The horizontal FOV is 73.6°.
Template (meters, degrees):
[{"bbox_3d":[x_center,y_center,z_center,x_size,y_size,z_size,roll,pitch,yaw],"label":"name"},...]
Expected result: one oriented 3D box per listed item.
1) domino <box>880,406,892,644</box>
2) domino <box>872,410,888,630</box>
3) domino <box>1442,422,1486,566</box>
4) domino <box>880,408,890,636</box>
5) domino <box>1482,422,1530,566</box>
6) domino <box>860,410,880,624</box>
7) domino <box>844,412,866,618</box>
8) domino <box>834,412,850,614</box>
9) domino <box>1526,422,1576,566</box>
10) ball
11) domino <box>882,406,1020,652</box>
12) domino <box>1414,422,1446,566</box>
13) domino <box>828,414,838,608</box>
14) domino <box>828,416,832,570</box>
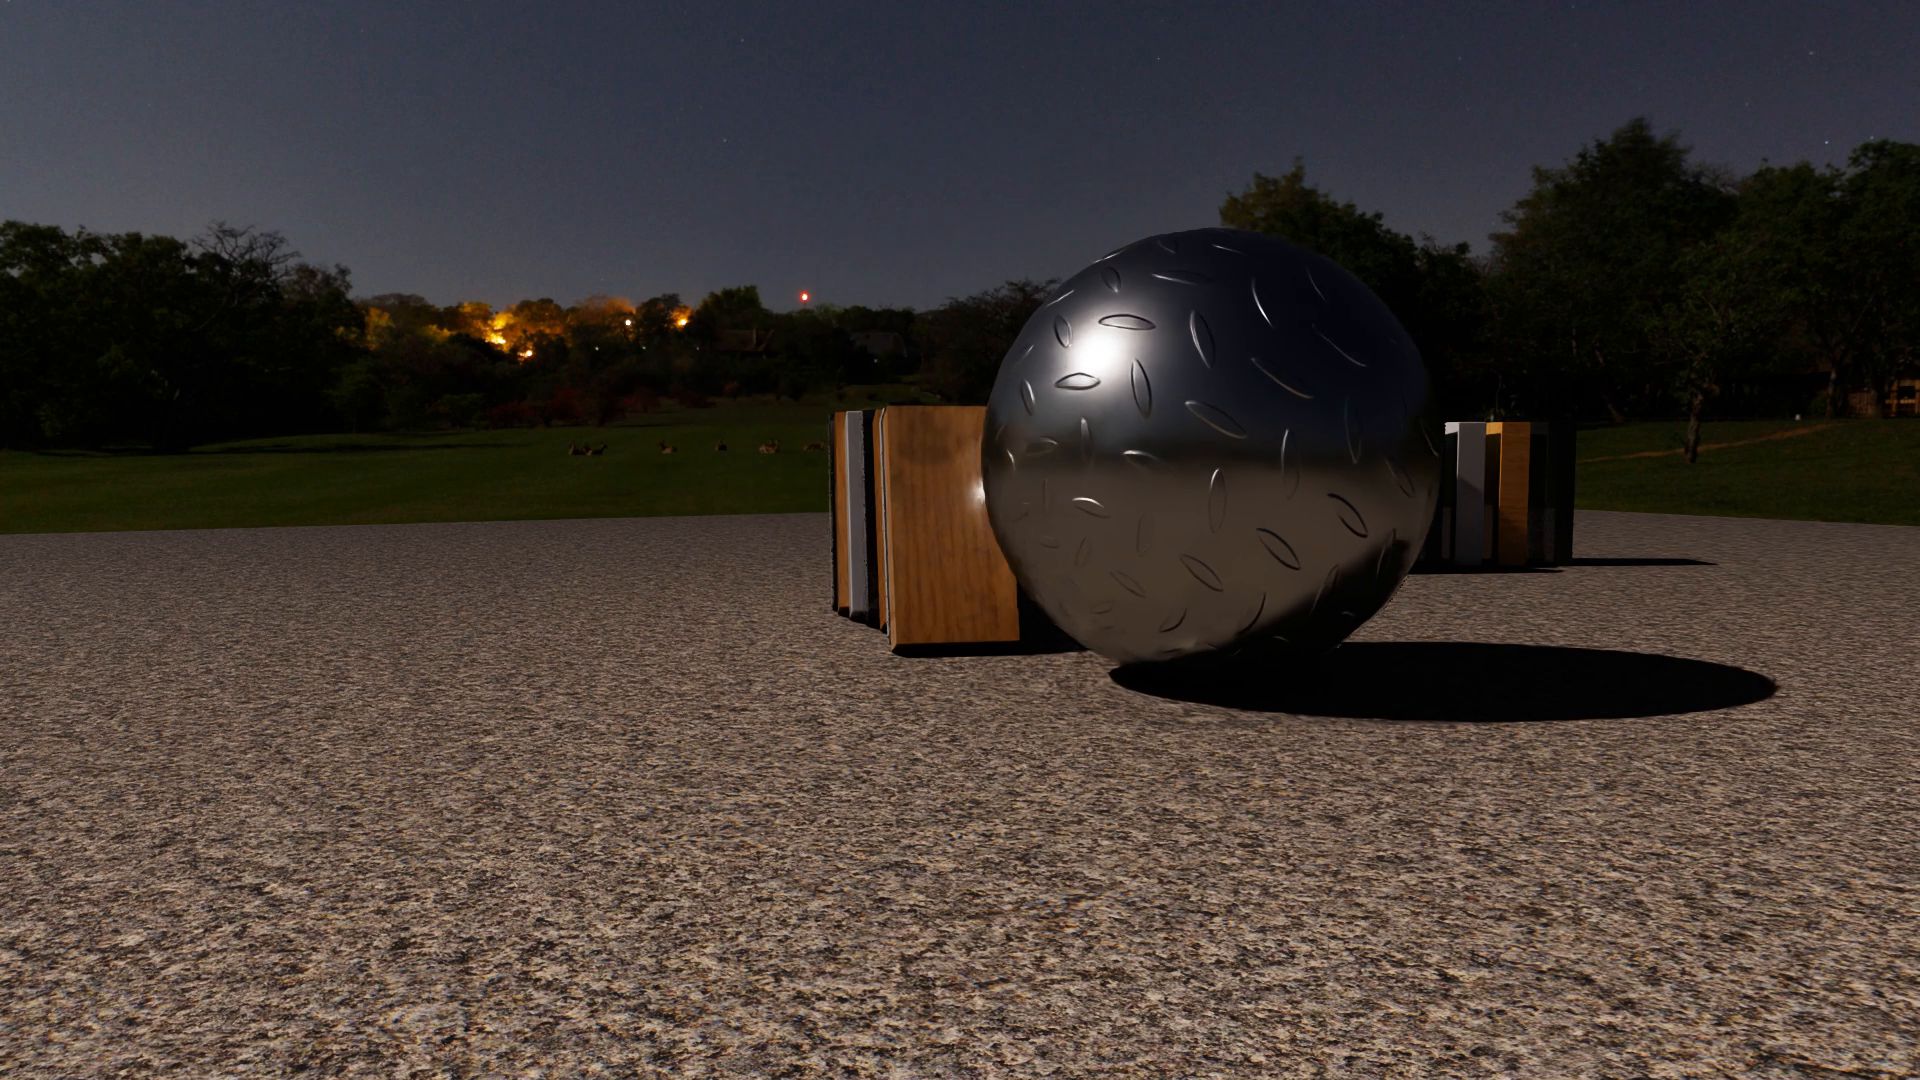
[{"bbox_3d":[-0.003,-0.003,0.277,0.025,0.050,0.009,-1,-14,-9],"label":"domino"},{"bbox_3d":[-0.006,-0.005,0.296,0.025,0.050,0.009,-1,-14,-9],"label":"domino"},{"bbox_3d":[0.178,-0.017,0.458,0.010,0.050,0.025,0,4,2],"label":"domino"},{"bbox_3d":[-0.004,-0.004,0.287,0.025,0.050,0.010,-1,-14,-9],"label":"domino"},{"bbox_3d":[0.193,-0.017,0.457,0.009,0.050,0.025,0,4,4],"label":"domino"},{"bbox_3d":[-0.010,-0.006,0.306,0.025,0.050,0.009,-1,-14,-9],"label":"domino"},{"bbox_3d":[-0.015,-0.006,0.315,0.025,0.050,0.009,-1,-14,-8],"label":"domino"},{"bbox_3d":[-0.019,-0.007,0.325,0.025,0.050,0.009,-1,-14,-8],"label":"domino"},{"bbox_3d":[0.208,-0.017,0.456,0.010,0.050,0.025,0,4,2],"label":"domino"},{"bbox_3d":[0.044,-0.015,0.229,0.080,0.080,0.080,0,4,0],"label":"ball"},{"bbox_3d":[-0.002,-0.003,0.267,0.025,0.050,0.010,-1,-14,-9],"label":"domino"},{"bbox_3d":[0.163,-0.017,0.458,0.010,0.050,0.025,0,4,-3],"label":"domino"},{"bbox_3d":[-0.021,-0.008,0.335,0.025,0.050,0.009,-1,-14,-8],"label":"domino"},{"bbox_3d":[-0.022,-0.009,0.344,0.025,0.050,0.009,-1,-14,-8],"label":"domino"}]
